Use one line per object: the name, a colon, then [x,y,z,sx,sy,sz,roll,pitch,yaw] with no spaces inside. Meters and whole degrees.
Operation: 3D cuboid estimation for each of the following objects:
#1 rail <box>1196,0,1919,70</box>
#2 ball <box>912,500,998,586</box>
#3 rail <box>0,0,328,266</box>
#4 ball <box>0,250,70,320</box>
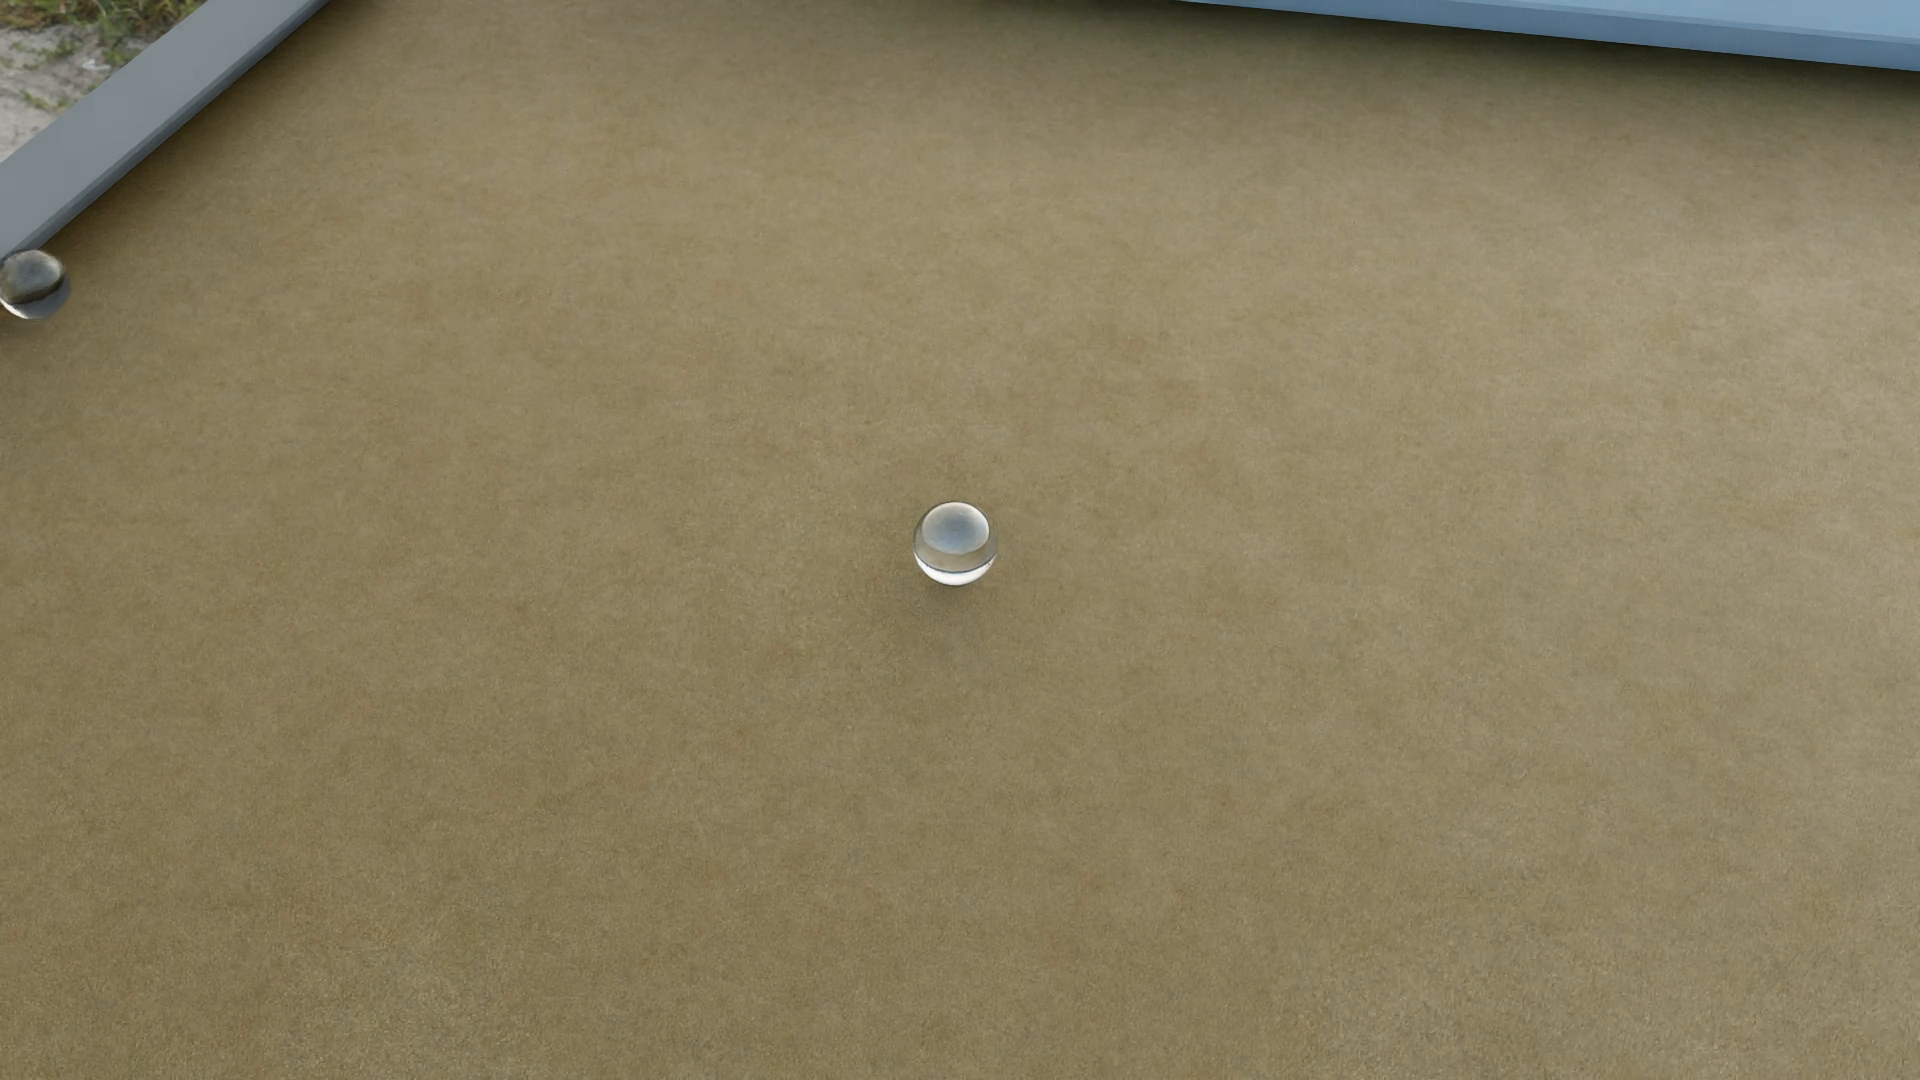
rail: [1.225,-0.505,2.664,3.898,0.099,0.045,8,35,12]
ball: [-0.004,0.002,1.948,0.065,0.065,0.065,0,34,0]
rail: [-0.922,-0.146,2.134,0.045,0.099,2.337,8,35,12]
ball: [-0.828,-0.228,2.291,0.062,0.062,0.062,0,34,0]
